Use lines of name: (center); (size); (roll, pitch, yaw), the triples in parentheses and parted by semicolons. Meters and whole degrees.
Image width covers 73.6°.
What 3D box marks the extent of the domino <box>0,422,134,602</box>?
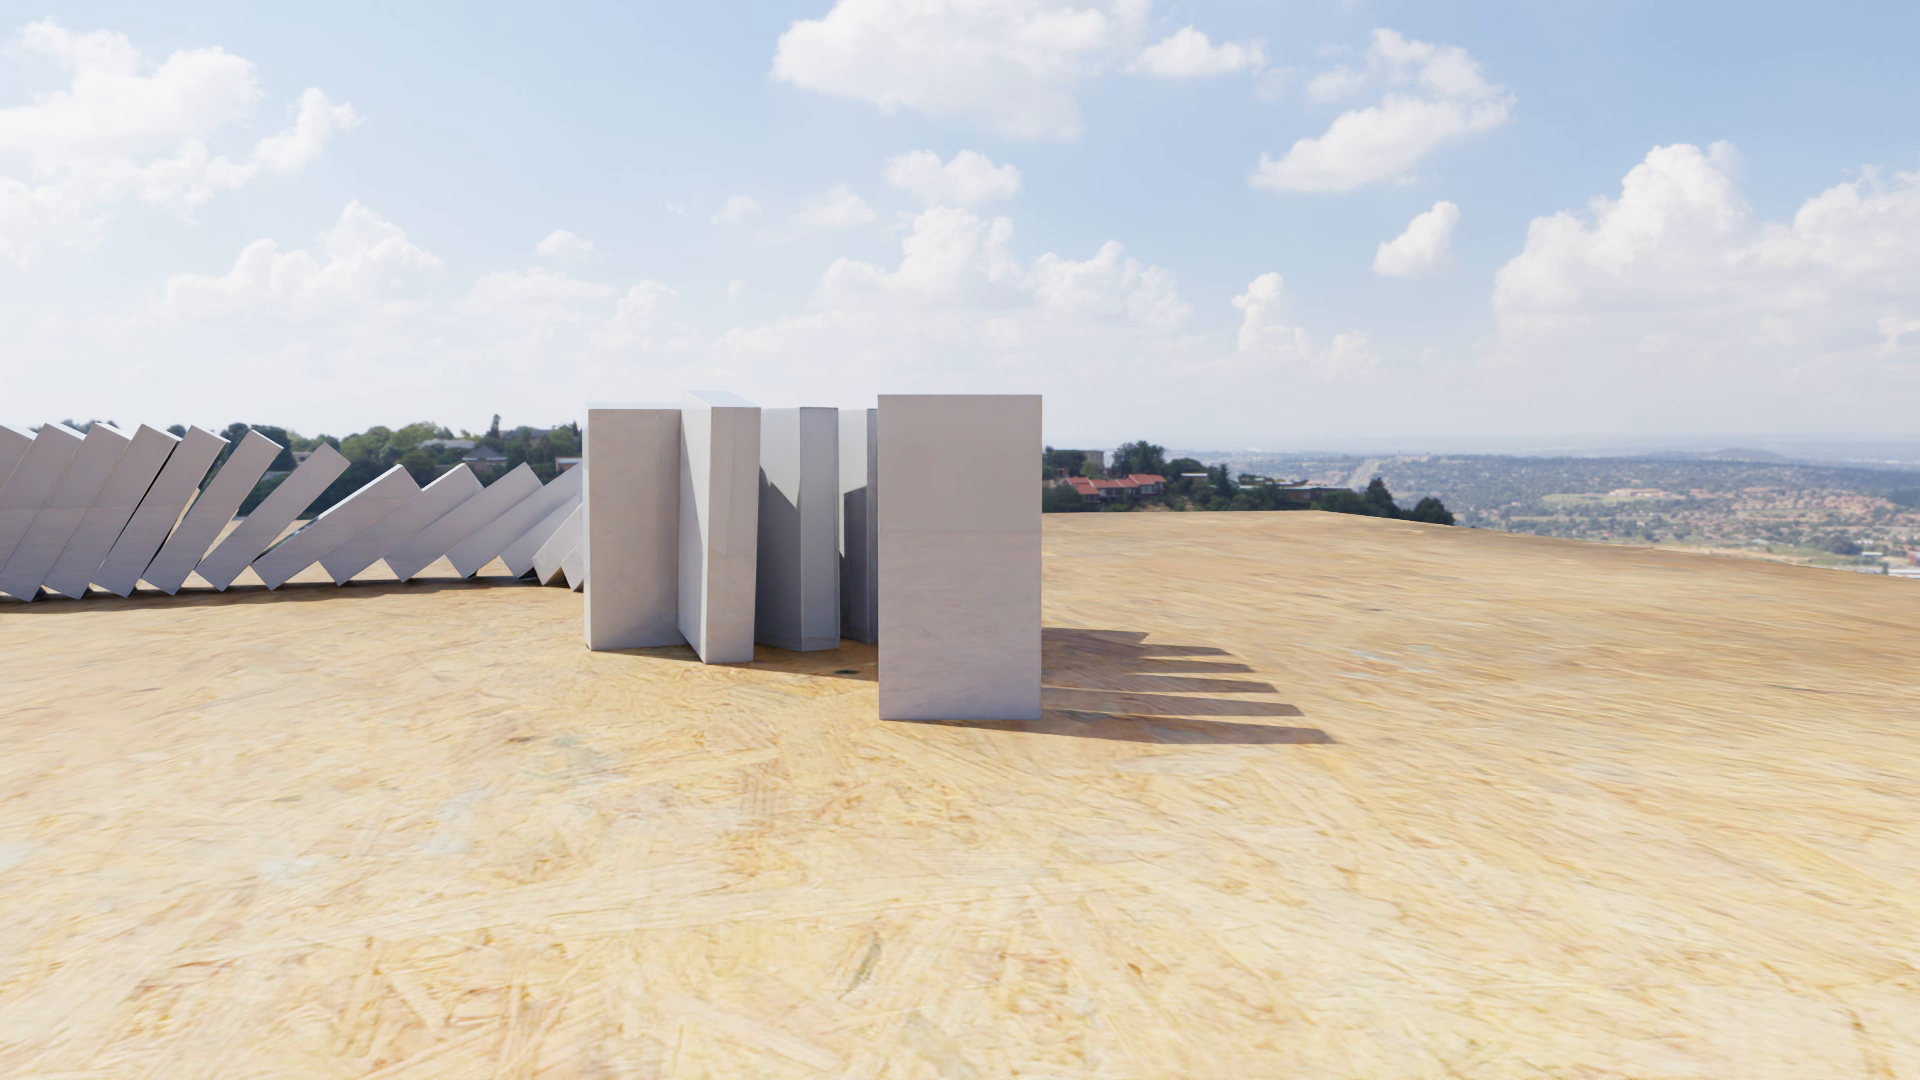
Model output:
domino: (-0.247, -0.008, 0.357); (0.009, 0.050, 0.025); (31, -10, -25)

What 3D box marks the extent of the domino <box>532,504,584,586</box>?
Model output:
domino: (-0.103, -0.004, 0.381); (0.050, 0.010, 0.025); (-39, -20, 33)

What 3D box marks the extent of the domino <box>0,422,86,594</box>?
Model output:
domino: (-0.257, -0.008, 0.352); (0.009, 0.050, 0.025); (31, -10, -25)

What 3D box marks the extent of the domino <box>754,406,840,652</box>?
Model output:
domino: (-0.037, -0.003, 0.272); (0.009, 0.050, 0.025); (-4, 6, -41)

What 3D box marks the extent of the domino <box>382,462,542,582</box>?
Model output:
domino: (-0.155, -0.006, 0.402); (0.050, 0.009, 0.025); (-37, 13, -14)

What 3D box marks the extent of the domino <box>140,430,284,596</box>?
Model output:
domino: (-0.217, -0.009, 0.373); (0.009, 0.050, 0.025); (36, -12, -24)

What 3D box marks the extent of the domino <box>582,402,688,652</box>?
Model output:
domino: (-0.065, -0.003, 0.267); (0.025, 0.050, 0.010); (-3, 14, -23)

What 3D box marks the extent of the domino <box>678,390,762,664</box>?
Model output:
domino: (-0.048, -0.003, 0.255); (0.009, 0.050, 0.025); (-2, 14, -24)

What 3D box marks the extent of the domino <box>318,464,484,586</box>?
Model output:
domino: (-0.172, -0.005, 0.396); (0.050, 0.010, 0.025); (-38, 17, -18)

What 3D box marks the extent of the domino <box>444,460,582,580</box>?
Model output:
domino: (-0.136, -0.007, 0.405); (0.050, 0.009, 0.025); (-37, 9, -10)

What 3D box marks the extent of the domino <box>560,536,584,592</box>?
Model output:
domino: (-0.090, -0.004, 0.366); (0.025, 0.009, 0.050); (-5, -31, -51)

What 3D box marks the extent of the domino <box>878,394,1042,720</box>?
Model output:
domino: (0.000, 0.002, 0.201); (0.025, 0.050, 0.010); (0, 4, 0)

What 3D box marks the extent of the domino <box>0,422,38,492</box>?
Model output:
domino: (-0.267, -0.008, 0.347); (0.009, 0.050, 0.025); (31, -10, -25)

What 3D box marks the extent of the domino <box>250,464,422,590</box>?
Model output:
domino: (-0.189, -0.005, 0.389); (0.050, 0.010, 0.025); (-39, 19, -19)

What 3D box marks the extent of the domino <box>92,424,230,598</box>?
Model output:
domino: (-0.228, -0.009, 0.367); (0.009, 0.050, 0.025); (32, -10, -25)

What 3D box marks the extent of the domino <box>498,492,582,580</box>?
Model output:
domino: (-0.117, -0.007, 0.401); (0.050, 0.009, 0.025); (-37, -1, 4)

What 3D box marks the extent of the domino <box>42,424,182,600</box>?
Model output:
domino: (-0.238, -0.009, 0.362); (0.009, 0.050, 0.025); (31, -10, -25)

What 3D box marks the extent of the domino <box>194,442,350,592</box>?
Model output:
domino: (-0.203, -0.008, 0.381); (0.009, 0.050, 0.025); (46, -17, -22)

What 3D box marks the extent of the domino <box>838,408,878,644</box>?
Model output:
domino: (-0.023, -0.004, 0.285); (0.009, 0.050, 0.025); (-3, 5, -36)
